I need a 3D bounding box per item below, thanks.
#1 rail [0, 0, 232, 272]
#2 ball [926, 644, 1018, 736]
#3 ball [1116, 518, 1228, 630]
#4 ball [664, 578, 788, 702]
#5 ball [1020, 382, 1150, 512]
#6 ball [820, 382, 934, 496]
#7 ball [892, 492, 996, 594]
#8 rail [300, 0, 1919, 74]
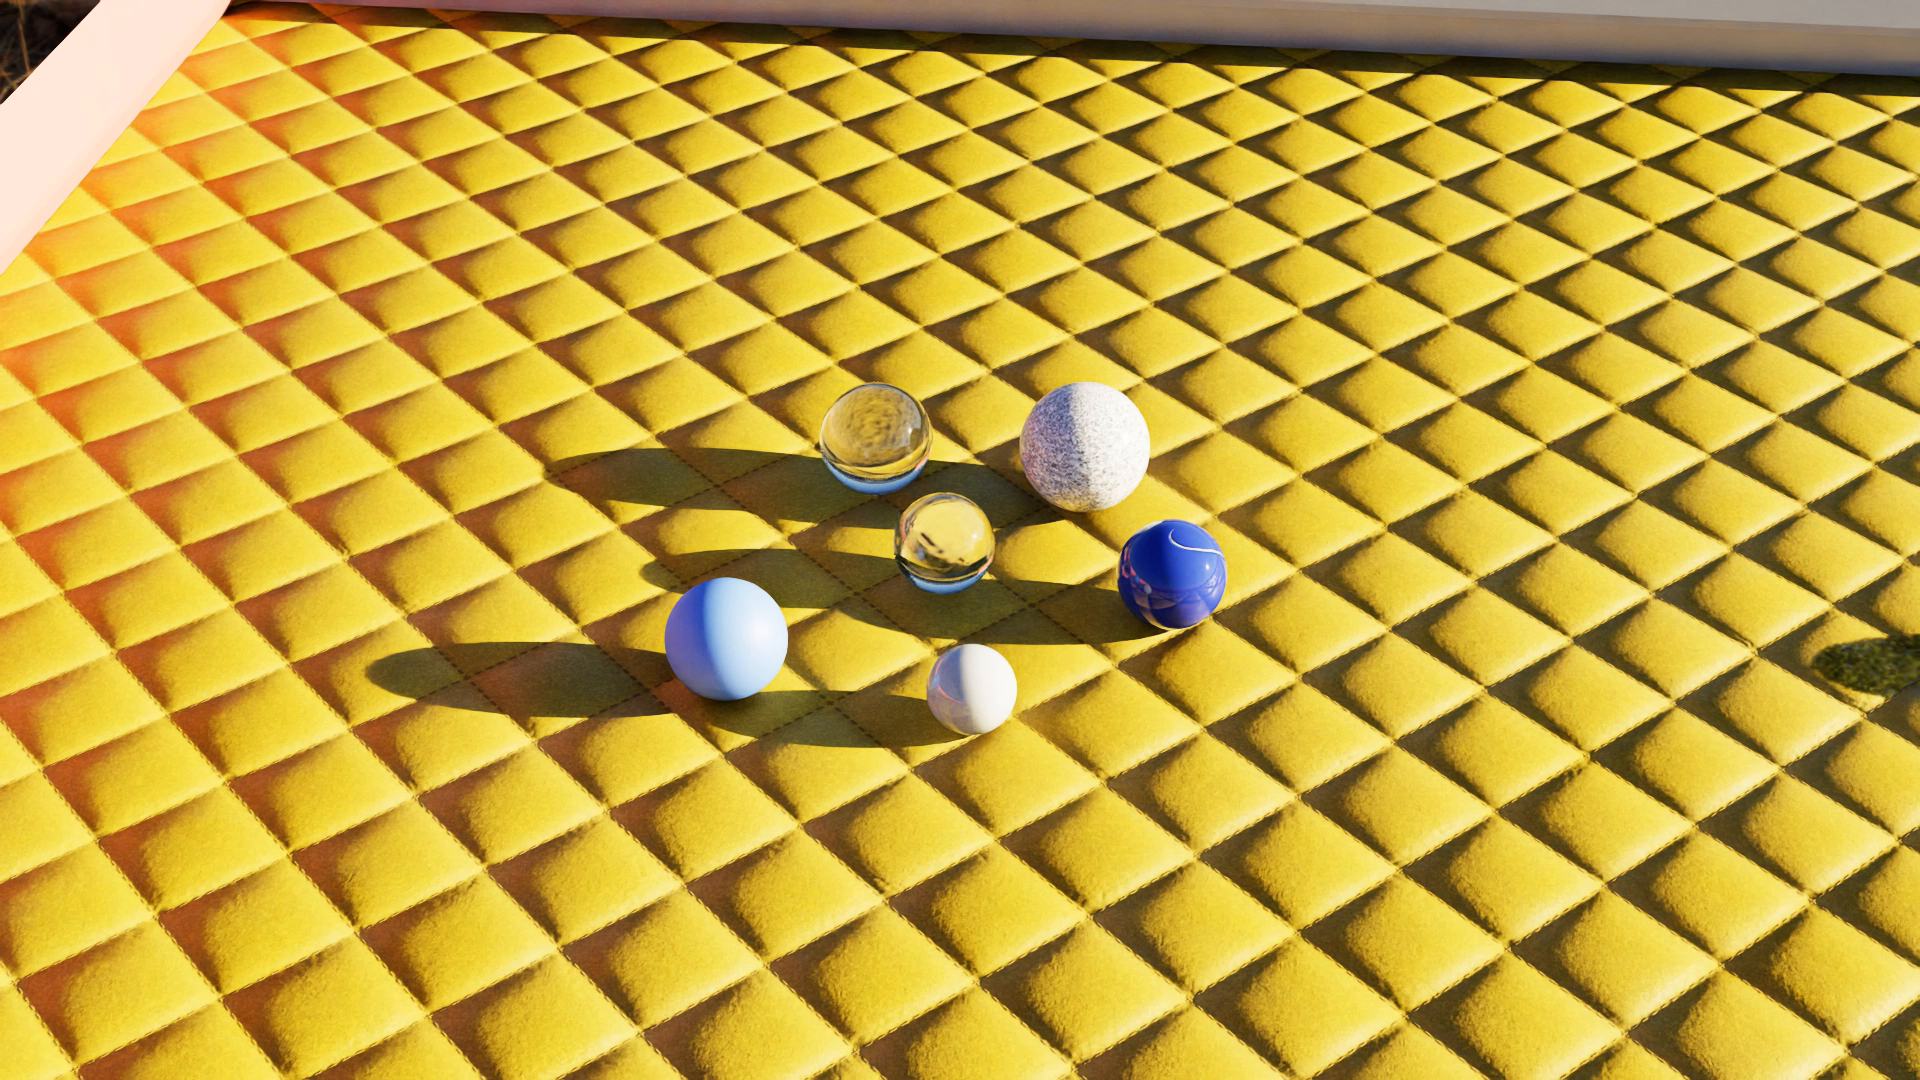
[{"bbox_3d":[-0.843,-0.074,1.874,0.045,0.126,1.912,4,35,5],"label":"rail"},{"bbox_3d":[0.008,0.098,1.688,0.060,0.060,0.060,0,35,0],"label":"ball"},{"bbox_3d":[0.147,0.024,1.779,0.077,0.077,0.077,0,35,0],"label":"ball"},{"bbox_3d":[-0.156,0.066,1.714,0.083,0.083,0.083,0,35,0],"label":"ball"},{"bbox_3d":[0.092,-0.069,1.894,0.097,0.097,0.097,0,35,0],"label":"ball"},{"bbox_3d":[-0.062,-0.076,1.915,0.085,0.085,0.085,0,35,0],"label":"ball"},{"bbox_3d":[-0.011,0.002,1.814,0.073,0.073,0.073,0,35,0],"label":"ball"},{"bbox_3d":[0.969,-0.497,2.478,3.488,0.126,0.045,4,35,5],"label":"rail"}]
